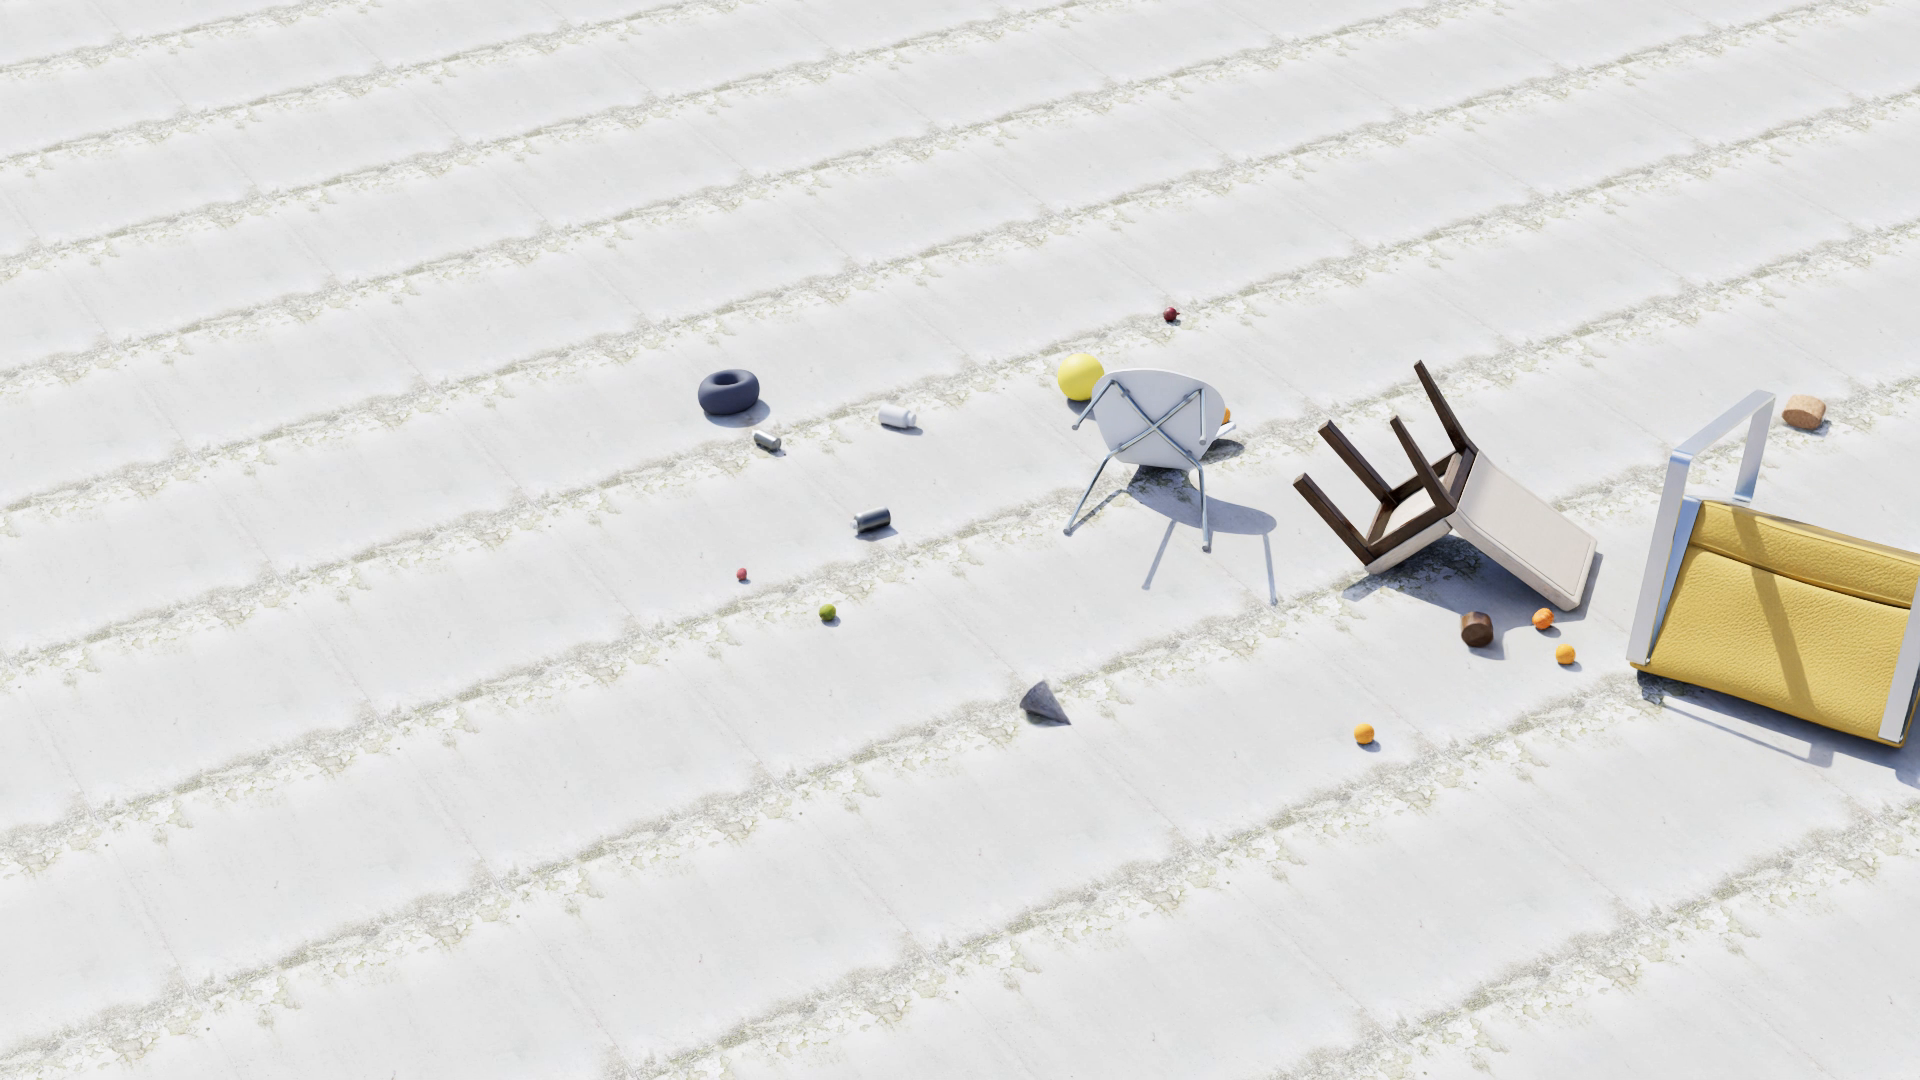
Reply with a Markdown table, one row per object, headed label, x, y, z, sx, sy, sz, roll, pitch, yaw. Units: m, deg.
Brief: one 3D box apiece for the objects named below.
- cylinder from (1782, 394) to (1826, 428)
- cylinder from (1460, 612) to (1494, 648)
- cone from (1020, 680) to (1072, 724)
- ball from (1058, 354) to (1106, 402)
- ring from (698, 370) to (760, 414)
| label | x | y | z | sx | sy | sz | roll | pitch | yaw |
| --- | --- | --- | --- | --- | --- | --- | --- | --- | --- |
| cylinder | 3.351 | -0.511 | 11.644 | 0.149 | 0.083 | 0.128 | 17 | 37 | 19 |
| cylinder | 1.828 | 0.317 | 10.368 | 0.112 | 0.106 | 0.074 | 9 | 34 | 0 |
| cone | 0.317 | 0.579 | 10.015 | 0.179 | 0.114 | 0.149 | 37 | 32 | 18 |
| ball | 0.486 | -0.654 | 11.762 | 0.192 | 0.192 | 0.192 | 0 | 33 | 0 |
| ring | -0.925 | -0.592 | 11.727 | 0.261 | 0.129 | 0.192 | -17 | 35 | -26 |
